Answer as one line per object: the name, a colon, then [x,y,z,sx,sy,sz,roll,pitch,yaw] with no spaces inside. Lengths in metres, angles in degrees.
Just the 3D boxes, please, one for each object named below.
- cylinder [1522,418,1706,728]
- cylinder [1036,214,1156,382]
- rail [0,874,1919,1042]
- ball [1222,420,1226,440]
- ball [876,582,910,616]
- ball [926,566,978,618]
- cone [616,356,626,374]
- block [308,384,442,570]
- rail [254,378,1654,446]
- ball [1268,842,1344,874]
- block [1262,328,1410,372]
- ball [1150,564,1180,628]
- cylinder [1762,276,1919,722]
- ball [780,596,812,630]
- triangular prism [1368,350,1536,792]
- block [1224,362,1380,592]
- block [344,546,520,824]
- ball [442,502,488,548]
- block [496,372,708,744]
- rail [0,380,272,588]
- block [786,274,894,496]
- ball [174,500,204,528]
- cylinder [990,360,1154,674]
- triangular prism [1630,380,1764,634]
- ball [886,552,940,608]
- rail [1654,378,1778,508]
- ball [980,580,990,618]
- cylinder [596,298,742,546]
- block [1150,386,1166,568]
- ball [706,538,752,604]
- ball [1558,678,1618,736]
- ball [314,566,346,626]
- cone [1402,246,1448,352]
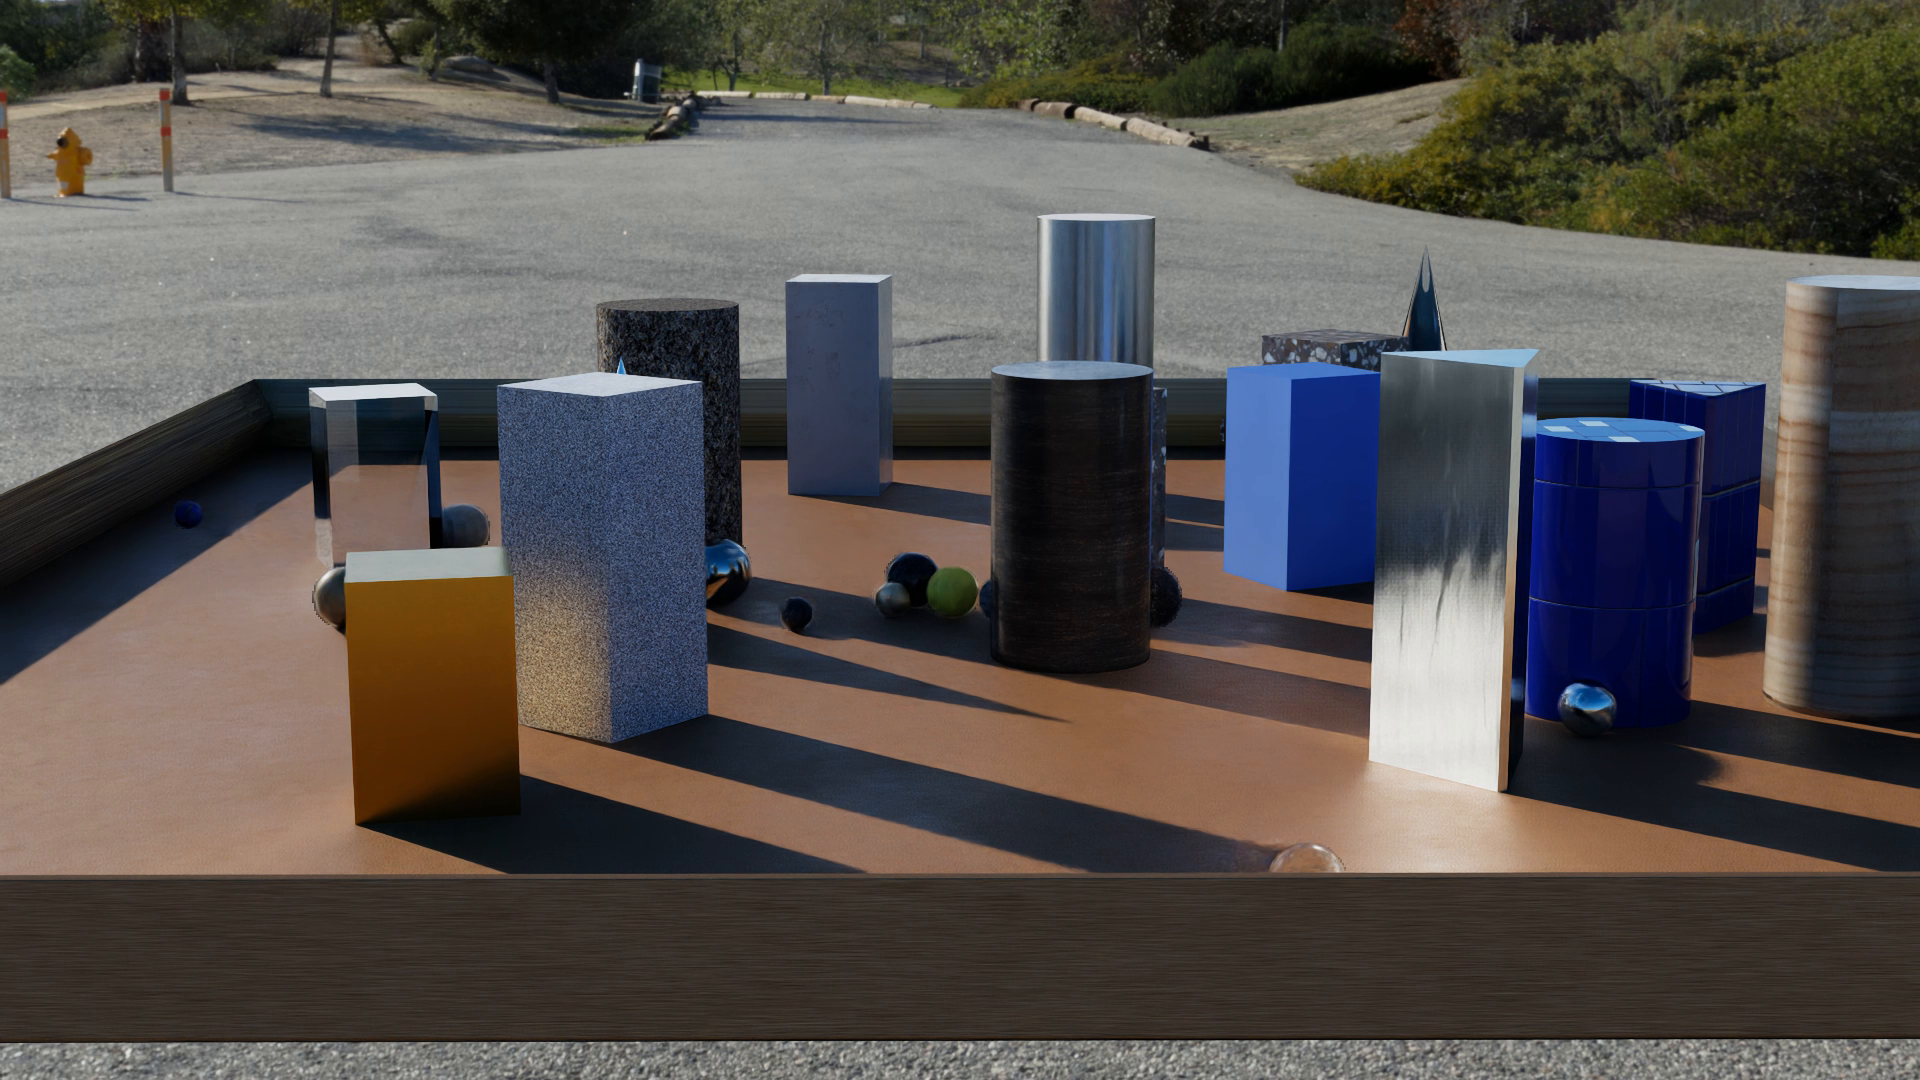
cylinder: [0.738,0.033,2.925,0.199,0.322,0.199,0,10,0]
cylinder: [0.229,-0.310,4.362,0.199,0.475,0.199,0,10,0]
rail: [0.009,0.310,1.952,2.708,0.129,0.045,0,10,0]
ball: [0.544,-0.211,4.892,0.087,0.087,0.087,0,10,0]
ball: [-0.090,0.079,3.433,0.047,0.047,0.047,0,10,0]
ball: [-0.011,0.069,3.426,0.069,0.069,0.069,0,10,0]
cone: [-0.436,-0.060,3.331,0.199,0.358,0.199,0,10,0]
block: [-0.863,-0.093,3.790,0.159,0.255,0.159,-4,11,-22]
rail: [-0.009,-0.244,4.945,2.708,0.129,0.045,0,10,0]
ball: [0.298,0.295,2.210,0.068,0.068,0.068,0,10,0]
block: [0.580,-0.160,3.989,0.159,0.315,0.159,-9,14,-40]
ball: [0.248,0.074,3.364,0.082,0.082,0.082,0,10,0]
cylinder: [1.036,-0.052,2.936,0.199,0.485,0.199,0,10,0]
ball: [-0.215,0.096,3.352,0.043,0.043,0.043,0,10,0]
triangular prism: [0.548,0.022,2.678,0.149,0.433,0.172,-9,14,-41]
block: [0.491,-0.095,3.680,0.159,0.299,0.159,-5,12,-27]
block: [-0.527,0.142,2.565,0.159,0.240,0.159,-2,11,-12]
ball: [-0.749,-0.015,3.844,0.082,0.082,0.082,0,10,0]
block: [-0.397,0.014,2.868,0.159,0.380,0.159,7,13,35]
rail: [-1.330,0.035,3.441,0.045,0.129,3.092,0,10,0]
block: [-0.207,-0.271,4.448,0.159,0.366,0.159,1,11,7]
ball: [-1.229,-0.041,4.090,0.044,0.044,0.044,0,10,0]
cylinder: [0.138,-0.032,3.177,0.199,0.359,0.199,0,10,0]
triangular prism: [0.955,-0.052,3.413,0.149,0.312,0.172,8,13,38]
ball: [-0.063,0.054,3.488,0.076,0.076,0.076,0,10,0]
rail: [1.330,0.032,3.456,0.045,0.129,3.092,0,10,0]
ball: [0.056,0.078,3.399,0.062,0.062,0.062,0,10,0]
cylinder: [-0.410,-0.136,3.635,0.199,0.396,0.199,0,10,0]
block: [0.171,-0.065,3.541,0.159,0.291,0.159,10,15,44]
ball: [-0.332,0.042,3.506,0.093,0.093,0.093,0,10,0]
ball: [0.689,0.184,2.820,0.064,0.064,0.064,0,10,0]
ball: [-0.808,0.074,3.373,0.079,0.079,0.079,0,10,0]
cone: [0.762,-0.270,4.232,0.199,0.442,0.199,0,10,0]
